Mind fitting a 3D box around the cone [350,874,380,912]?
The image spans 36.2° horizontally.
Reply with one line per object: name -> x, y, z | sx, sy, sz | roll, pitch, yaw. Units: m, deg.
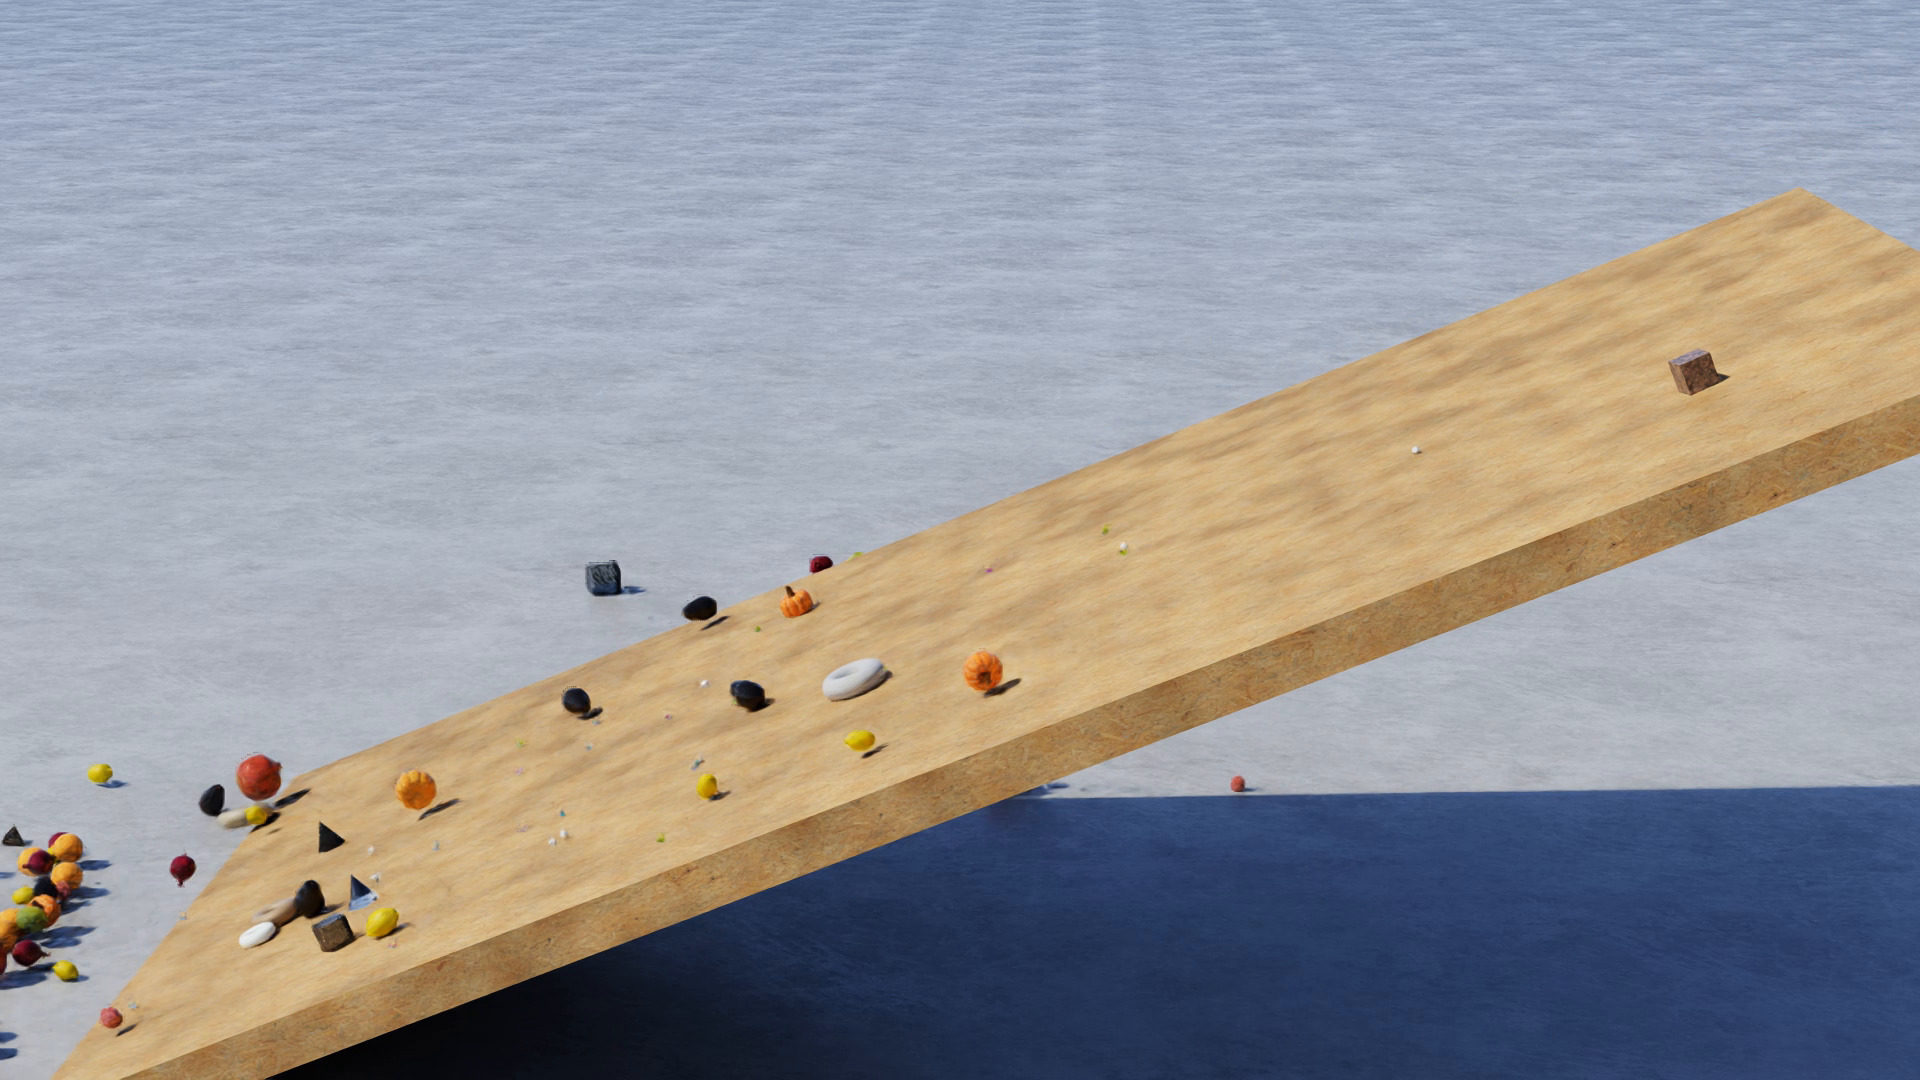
cone -> -1.237, 0.716, 6.039 | 0.067, 0.067, 0.067 | -22, 12, 5

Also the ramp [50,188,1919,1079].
ramp -> 0.126, 0.173, 6.289 | 4.000, 0.100, 2.000 | -21, 12, 7

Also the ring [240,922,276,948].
ring -> -1.455, 0.818, 6.093 | 0.081, 0.027, 0.081 | -23, 11, 5

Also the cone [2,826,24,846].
cone -> -2.335, 0.745, 7.286 | 0.050, 0.050, 0.050 | 31, 21, 10

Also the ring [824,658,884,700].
ring -> -0.219, 0.288, 6.078 | 0.137, 0.046, 0.137 | -21, 13, 5

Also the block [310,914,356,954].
block -> -1.237, 0.776, 5.808 | 0.055, 0.055, 0.055 | -30, 14, -30

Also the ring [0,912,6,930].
ring -> -2.246, 0.877, 6.724 | 0.125, 0.042, 0.125 | -1, 14, 0

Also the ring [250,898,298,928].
ring -> -1.440, 0.788, 6.176 | 0.107, 0.036, 0.107 | -23, 11, 5

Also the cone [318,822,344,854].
cone -> -1.429, 0.662, 6.625 | 0.065, 0.065, 0.065 | -22, 12, 5

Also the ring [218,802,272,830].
ring -> -1.737, 0.671, 7.147 | 0.136, 0.045, 0.136 | -14, 1, 0

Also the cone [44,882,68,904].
cone -> -2.118, 0.838, 6.914 | 0.052, 0.052, 0.052 | 23, 3, -27

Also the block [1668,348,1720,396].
block -> 1.418, -0.324, 5.680 | 0.064, 0.064, 0.064 | -24, 12, -3
